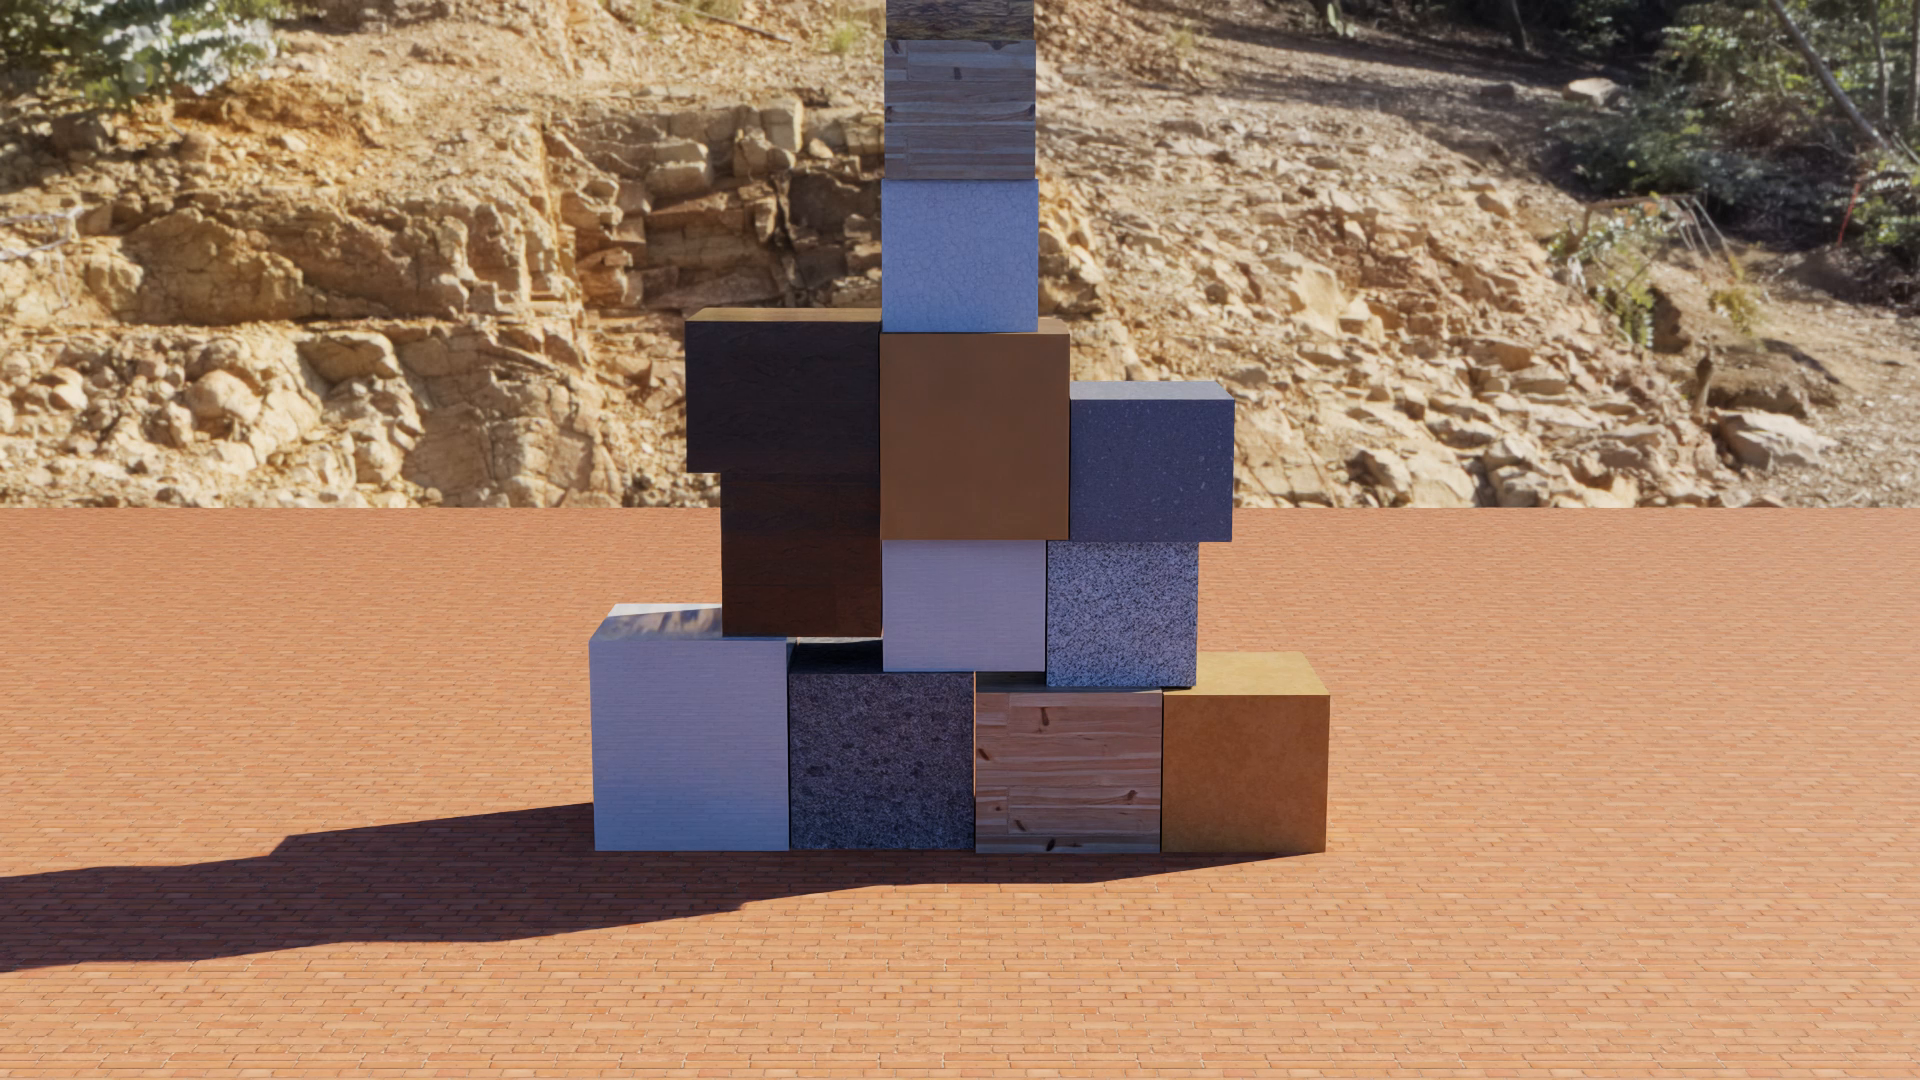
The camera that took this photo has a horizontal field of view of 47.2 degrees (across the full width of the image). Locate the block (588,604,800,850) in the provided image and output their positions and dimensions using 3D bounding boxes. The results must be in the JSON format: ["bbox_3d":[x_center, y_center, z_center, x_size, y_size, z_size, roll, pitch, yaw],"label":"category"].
[{"bbox_3d":[-1.342,0.947,11.346,0.971,1.077,0.883,0,10,0],"label":"block"}]

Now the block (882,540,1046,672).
[{"bbox_3d":[0.020,0.254,11.223,0.804,0.679,0.723,0,10,0],"label":"block"}]

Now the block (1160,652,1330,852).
[{"bbox_3d":[1.417,1.080,11.366,0.821,0.809,0.915,0,10,0],"label":"block"}]

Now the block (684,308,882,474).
[{"bbox_3d":[-0.857,-0.764,11.060,0.938,0.739,0.859,0,10,0],"label":"block"}]

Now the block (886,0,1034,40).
[{"bbox_3d":[0.000,-2.843,10.665,0.696,0.852,0.732,0,10,0],"label":"block"}]

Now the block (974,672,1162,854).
[{"bbox_3d":[0.538,1.069,11.381,0.917,0.824,0.983,0,10,0],"label":"block"}]

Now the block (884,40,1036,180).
[{"bbox_3d":[0.000,-2.108,10.807,0.716,0.645,0.809,0,10,0],"label":"block"}]

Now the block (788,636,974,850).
[{"bbox_3d":[-0.389,1.029,11.383,0.915,0.903,0.871,0,10,0],"label":"block"}]

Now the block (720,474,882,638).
[{"bbox_3d":[-0.782,0.009,11.186,0.786,0.826,0.736,0,10,0],"label":"block"}]

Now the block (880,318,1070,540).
[{"bbox_3d":[0.072,-0.577,11.092,0.914,1.003,0.920,0,10,0],"label":"block"}]

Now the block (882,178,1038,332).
[{"bbox_3d":[0.000,-1.429,10.925,0.754,0.733,0.686,0,10,0],"label":"block"}]

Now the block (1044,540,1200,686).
[{"bbox_3d":[0.805,0.299,11.255,0.745,0.737,0.747,0,10,0],"label":"block"}]

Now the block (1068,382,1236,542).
[{"bbox_3d":[0.936,-0.409,11.125,0.795,0.703,0.825,0,10,0],"label":"block"}]
